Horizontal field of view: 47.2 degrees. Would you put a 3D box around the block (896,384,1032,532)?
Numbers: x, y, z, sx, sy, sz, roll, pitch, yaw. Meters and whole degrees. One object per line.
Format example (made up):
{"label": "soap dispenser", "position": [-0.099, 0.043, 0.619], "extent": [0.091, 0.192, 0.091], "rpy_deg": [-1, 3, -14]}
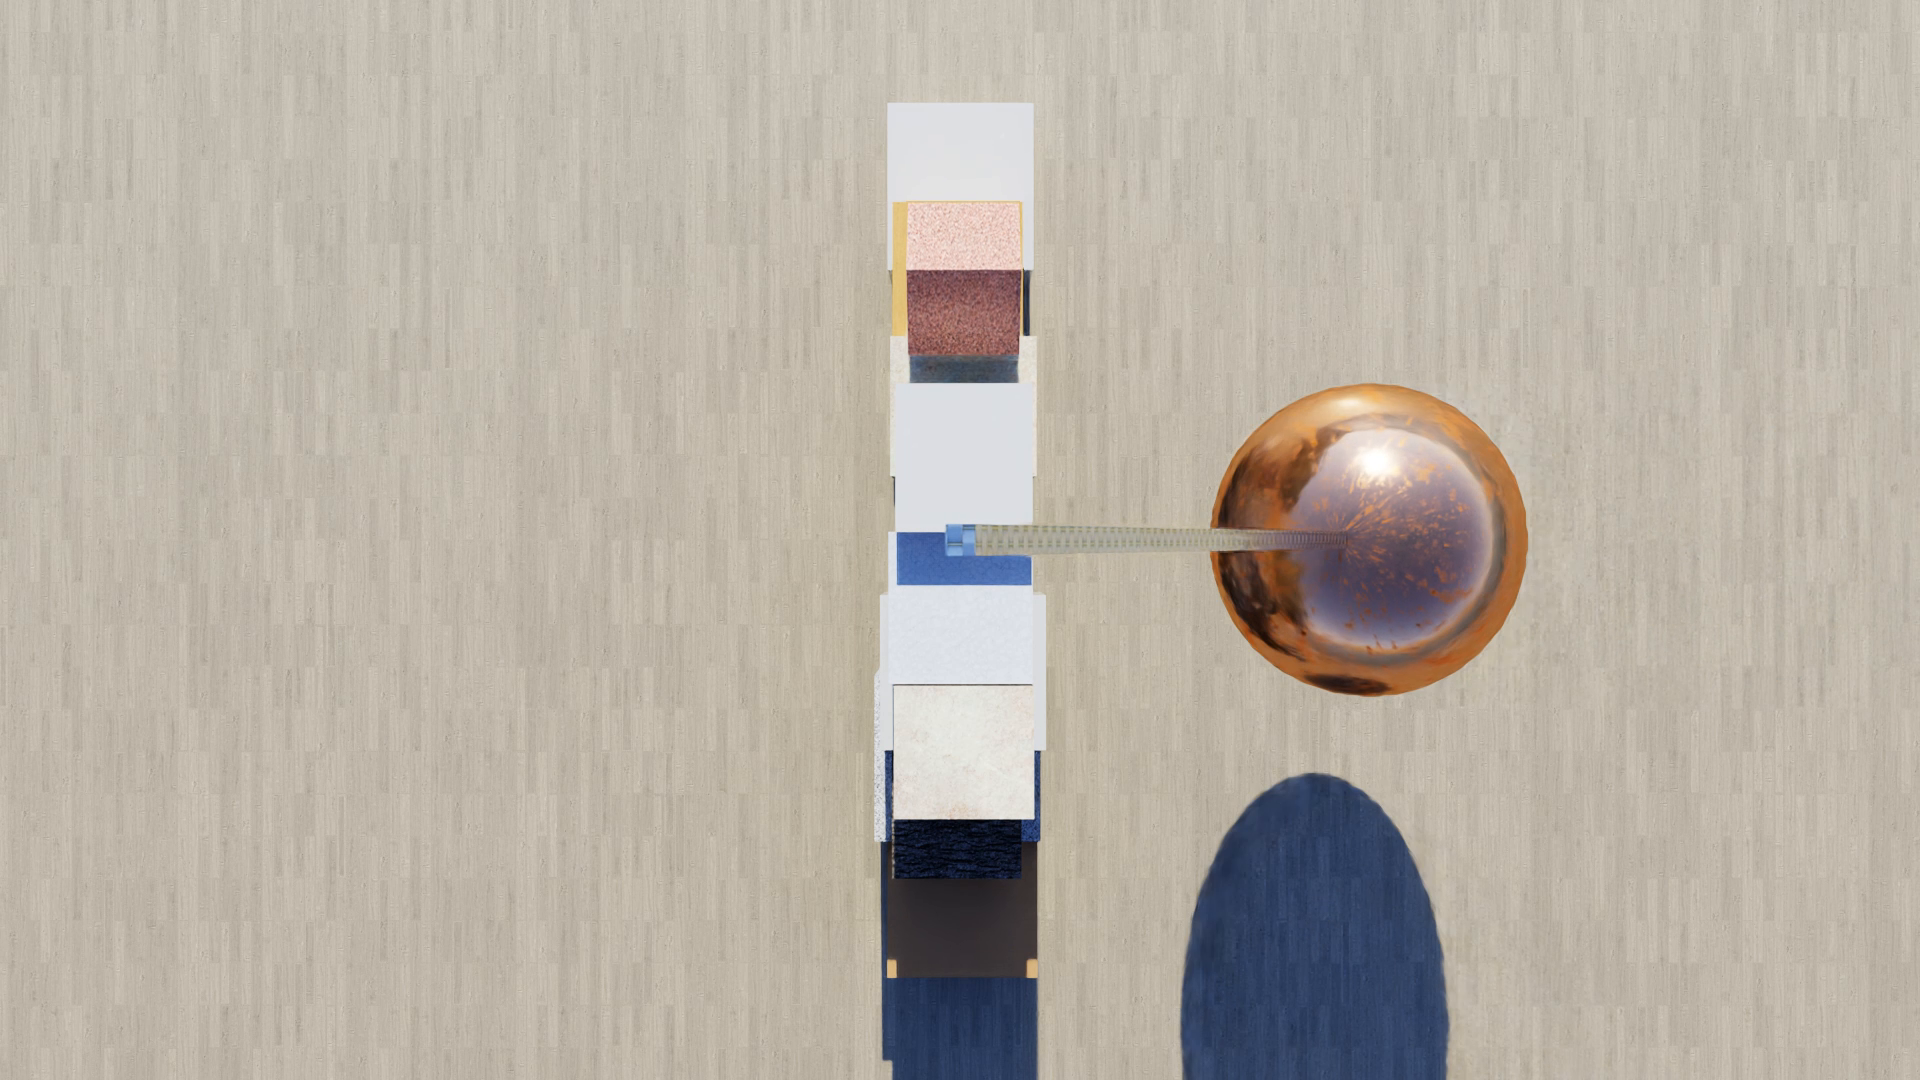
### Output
{"label": "block", "position": [0.019, -0.401, 11.011], "extent": [0.664, 0.752, 0.719], "rpy_deg": [0, 90, 0]}

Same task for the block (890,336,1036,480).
{"label": "block", "position": [0.018, -0.696, 11.785], "extent": [0.758, 0.800, 0.724], "rpy_deg": [0, 90, 0]}

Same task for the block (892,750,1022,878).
{"label": "block", "position": [-0.018, 1.438, 11.824], "extent": [0.678, 0.594, 0.675], "rpy_deg": [0, 90, 0]}

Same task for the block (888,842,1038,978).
{"label": "block", "position": [0.013, 2.048, 12.590], "extent": [0.832, 0.820, 0.753], "rpy_deg": [0, 90, 0]}

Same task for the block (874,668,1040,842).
{"label": "block", "position": [-0.013, 1.204, 12.560], "extent": [0.916, 0.879, 0.915], "rpy_deg": [0, 90, 0]}

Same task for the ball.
{"label": "ball", "position": [2.074, 0.000, 11.209], "extent": [1.600, 1.600, 1.600], "rpy_deg": [0, 90, 0]}

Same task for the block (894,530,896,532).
{"label": "block", "position": [-0.005, 0.342, 12.665], "extent": [0.722, 0.669, 0.790], "rpy_deg": [0, 90, 0]}

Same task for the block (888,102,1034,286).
{"label": "block", "position": [0.003, -1.962, 12.598], "extent": [0.809, 0.803, 0.925], "rpy_deg": [0, 90, 0]}

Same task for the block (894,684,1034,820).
{"label": "block", "position": [0.020, 1.041, 11.085], "extent": [0.686, 0.654, 0.650], "rpy_deg": [0, 90, 0]}

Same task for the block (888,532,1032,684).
{"label": "block", "position": [0.004, 0.334, 11.107], "extent": [0.710, 0.609, 0.748], "rpy_deg": [0, 90, 0]}

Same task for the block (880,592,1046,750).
{"label": "block", "position": [0.016, 0.688, 11.766], "extent": [0.861, 0.709, 0.804], "rpy_deg": [0, 90, 0]}

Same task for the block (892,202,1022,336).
{"label": "block", "position": [-0.012, -1.423, 11.863], "extent": [0.684, 0.644, 0.704], "rpy_deg": [0, 90, 0]}

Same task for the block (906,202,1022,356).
{"label": "block", "position": [0.018, -1.325, 11.147], "extent": [0.563, 0.585, 0.527], "rpy_deg": [0, 133, 0]}

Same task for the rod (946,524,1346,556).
{"label": "rod", "position": [0.899, 0.000, 8.019], "extent": [0.080, 5.200, 0.080], "rpy_deg": [0, 90, 20]}
